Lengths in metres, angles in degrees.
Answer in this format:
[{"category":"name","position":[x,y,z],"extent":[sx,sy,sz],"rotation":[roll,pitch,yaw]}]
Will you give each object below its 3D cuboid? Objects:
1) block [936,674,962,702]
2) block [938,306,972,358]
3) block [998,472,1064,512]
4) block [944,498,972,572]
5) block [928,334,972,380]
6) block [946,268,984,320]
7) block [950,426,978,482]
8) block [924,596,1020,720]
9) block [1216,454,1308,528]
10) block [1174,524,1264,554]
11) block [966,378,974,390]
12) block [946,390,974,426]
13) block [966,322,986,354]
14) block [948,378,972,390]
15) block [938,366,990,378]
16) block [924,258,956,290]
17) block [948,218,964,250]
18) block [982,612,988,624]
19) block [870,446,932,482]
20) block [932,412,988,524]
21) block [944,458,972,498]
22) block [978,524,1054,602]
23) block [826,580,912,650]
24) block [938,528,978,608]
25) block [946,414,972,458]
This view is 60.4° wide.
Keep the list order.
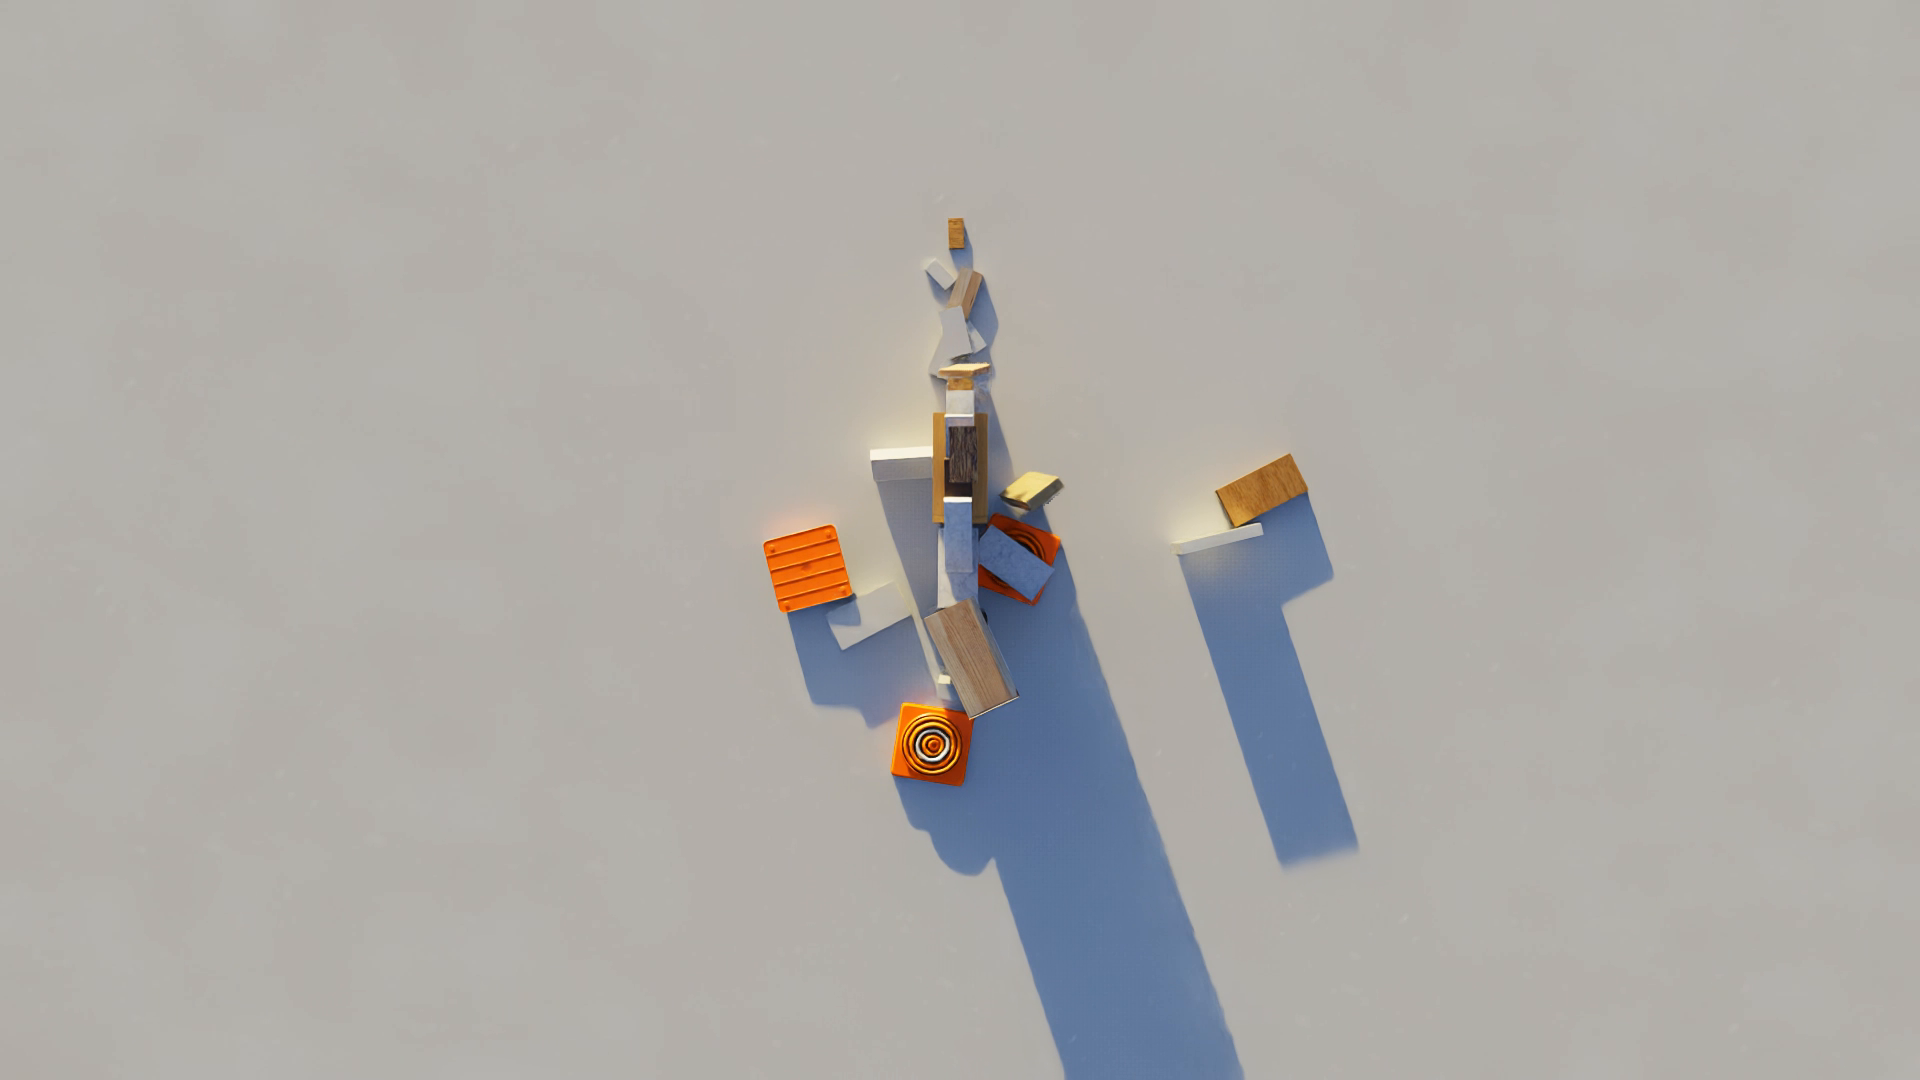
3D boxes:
[{"category":"block","position":[0.014,0.483,5.329],"extent":[0.171,0.343,0.049],"rotation":[9,90,0]},{"category":"block","position":[-0.015,-0.688,5.452],"extent":[0.078,0.022,0.157],"rotation":[-13,92,5]},{"category":"block","position":[0.226,-0.158,5.314],"extent":[0.129,0.360,0.036],"rotation":[-38,102,-7]},{"category":"block","position":[-0.005,-0.015,5.121],"extent":[0.085,0.024,0.271],"rotation":[-1,126,0]},{"category":"block","position":[-0.036,-0.623,5.480],"extent":[0.085,0.024,0.169],"rotation":[24,94,3]},{"category":"block","position":[0.015,-0.822,5.489],"extent":[0.078,0.022,0.157],"rotation":[20,90,0]},{"category":"block","position":[0.010,-0.261,5.038],"extent":[0.085,0.024,0.170],"rotation":[0,96,0]},{"category":"block","position":[0.037,0.365,5.133],"extent":[0.171,0.049,0.343],"rotation":[-25,90,0]},{"category":"block","position":[1.003,-0.165,5.480],"extent":[0.273,0.039,0.136],"rotation":[-27,90,0]},{"category":"block","position":[0.851,-0.004,5.432],"extent":[0.273,0.136,0.039],"rotation":[-14,90,0]},{"category":"block","position":[0.001,-0.504,5.420],"extent":[0.079,0.158,0.022],"rotation":[-10,103,0]},{"category":"block","position":[0.001,-0.376,5.099],"extent":[0.085,0.024,0.169],"rotation":[0,90,0]},{"category":"block","position":[0.041,-0.675,5.493],"extent":[0.050,0.014,0.100],"rotation":[-35,90,0]},{"category":"block","position":[-0.001,-0.439,5.329],"extent":[0.079,0.022,0.158],"rotation":[2,90,0]},{"category":"block","position":[0.014,-0.536,5.230],"extent":[0.078,0.157,0.022],"rotation":[-21,108,-39]},{"category":"block","position":[-0.065,-0.884,5.493],"extent":[0.050,0.014,0.100],"rotation":[-44,90,0]},{"category":"block","position":[-0.013,-1.021,5.493],"extent":[0.050,0.014,0.100],"rotation":[-2,90,0]},{"category":"block","position":[0.001,0.268,5.329],"extent":[0.171,0.343,0.049],"rotation":[-1,90,0]},{"category":"block","position":[-0.154,-0.253,5.431],"extent":[0.273,0.136,0.039],"rotation":[-4,62,0]},{"category":"block","position":[0.001,-0.223,5.135],"extent":[0.171,0.048,0.341],"rotation":[0,90,0]},{"category":"block","position":[-0.005,-0.167,5.081],"extent":[0.085,0.024,0.170],"rotation":[-1,102,0]},{"category":"block","position":[0.170,0.075,5.426],"extent":[0.257,0.036,0.129],"rotation":[36,89,6]},{"category":"block","position":[-0.305,0.249,5.482],"extent":[0.257,0.036,0.129],"rotation":[-27,90,0]},{"category":"block","position":[-0.006,0.088,5.229],"extent":[0.126,0.036,0.253],"rotation":[0,90,0]},{"category":"block","position":[-0.002,-0.301,5.070],"extent":[0.085,0.024,0.169],"rotation":[-1,110,0]}]
